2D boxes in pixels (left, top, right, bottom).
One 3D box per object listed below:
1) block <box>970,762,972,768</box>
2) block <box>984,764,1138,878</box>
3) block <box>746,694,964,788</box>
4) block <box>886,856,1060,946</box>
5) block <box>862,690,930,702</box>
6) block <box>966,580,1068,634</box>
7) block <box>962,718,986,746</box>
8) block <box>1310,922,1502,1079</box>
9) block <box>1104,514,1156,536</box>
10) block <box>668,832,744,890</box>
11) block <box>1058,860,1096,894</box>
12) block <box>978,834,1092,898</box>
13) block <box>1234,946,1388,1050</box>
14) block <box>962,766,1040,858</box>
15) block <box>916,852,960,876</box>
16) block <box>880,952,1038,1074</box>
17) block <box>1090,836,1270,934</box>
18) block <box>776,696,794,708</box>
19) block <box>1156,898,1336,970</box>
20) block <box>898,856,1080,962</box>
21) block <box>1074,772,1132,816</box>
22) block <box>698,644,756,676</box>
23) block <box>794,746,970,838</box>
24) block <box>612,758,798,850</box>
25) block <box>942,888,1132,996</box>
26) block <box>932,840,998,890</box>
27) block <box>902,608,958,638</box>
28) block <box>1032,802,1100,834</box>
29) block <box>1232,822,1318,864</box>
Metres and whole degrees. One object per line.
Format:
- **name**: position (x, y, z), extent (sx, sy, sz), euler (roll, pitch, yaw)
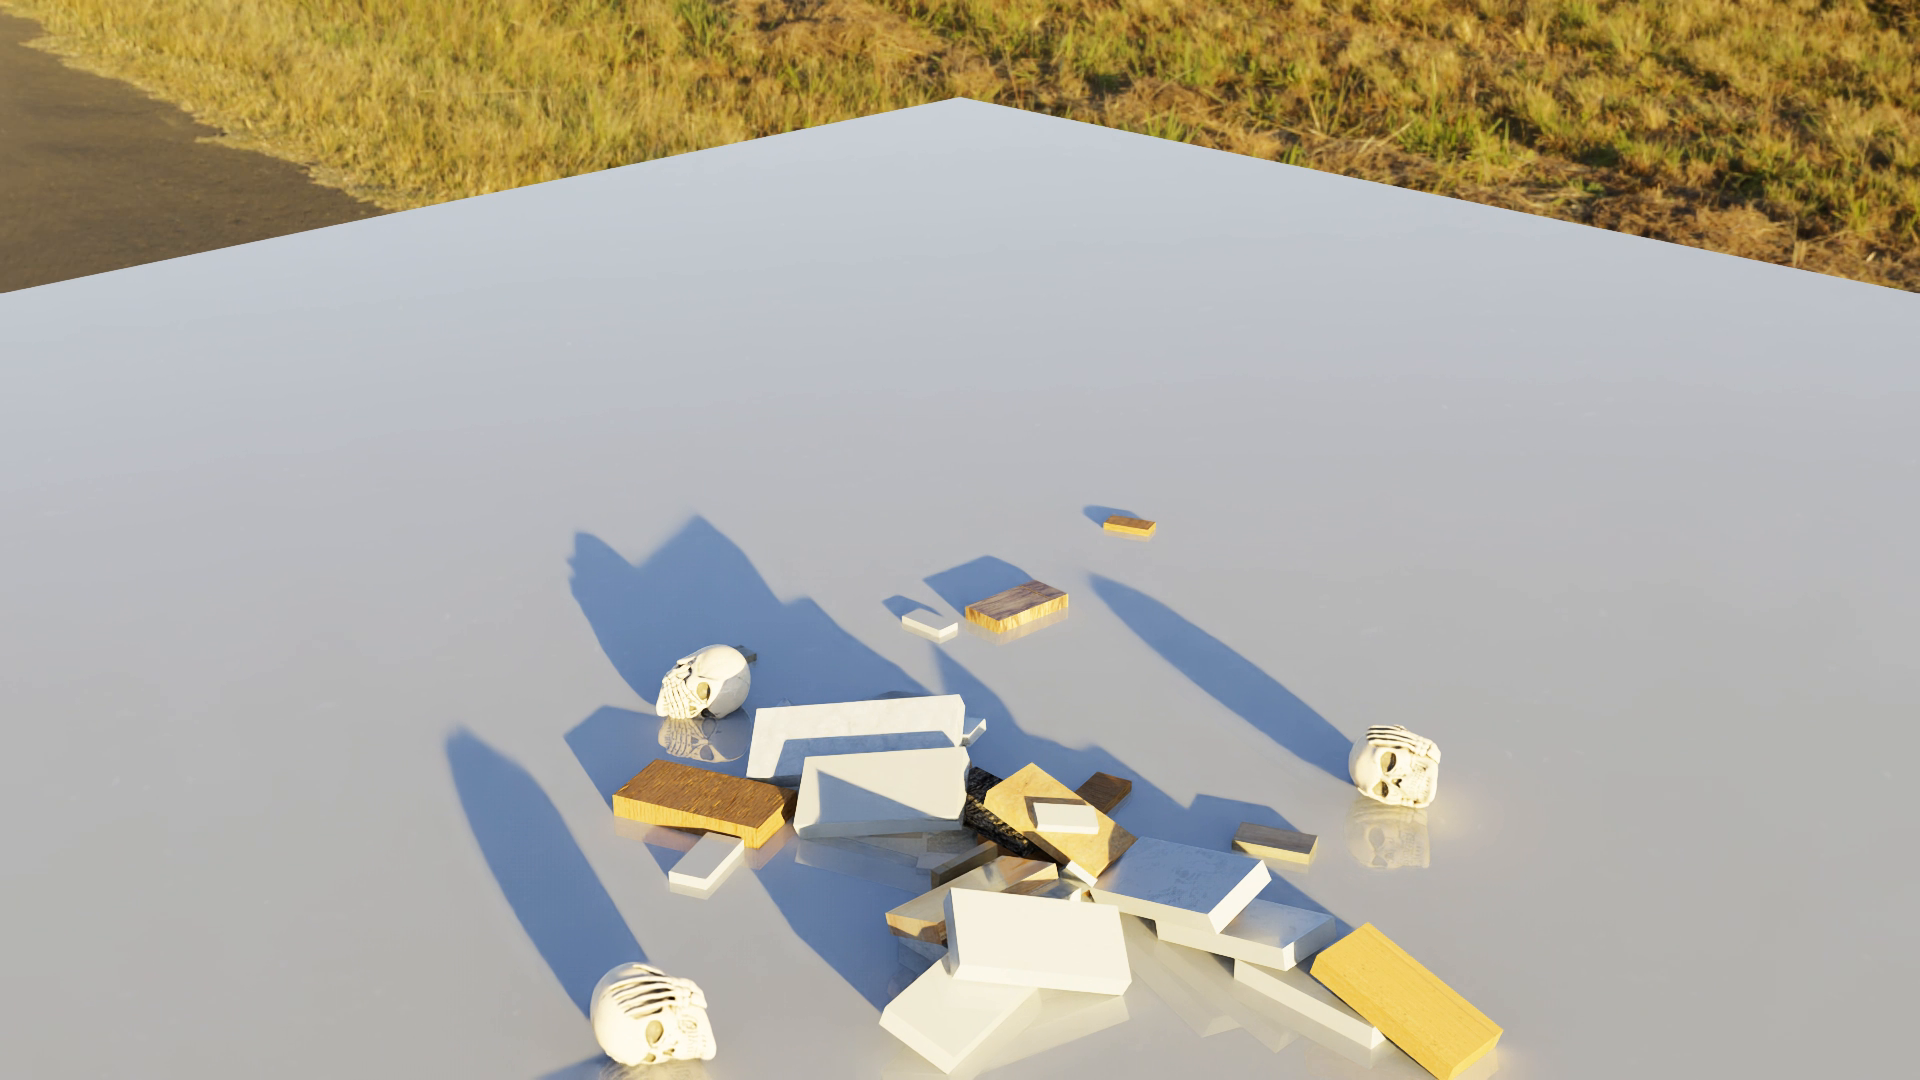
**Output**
- **block**: position (-0.035, 0.471, 4.506), extent (0.111, 0.016, 0.055), euler (-8, 13, 37)
- **block**: position (0.195, 0.545, 4.236), extent (0.275, 0.039, 0.138), euler (34, 39, 27)
- **block**: position (-0.214, 0.415, 4.521), extent (0.440, 0.047, 0.166), euler (-5, 53, 15)
- **block**: position (0.024, 0.653, 4.000), extent (0.292, 0.041, 0.146), euler (-20, 12, -39)
- **block**: position (-0.123, 0.358, 4.767), extent (0.117, 0.033, 0.233), euler (6, 2, 14)
- **block**: position (0.139, 0.161, 5.340), extent (0.233, 0.033, 0.117), euler (-20, 30, -39)
- **block**: position (-0.048, 0.395, 4.569), extent (0.181, 0.026, 0.090), euler (2, 18, 22)
- **block**: position (0.760, 0.786, 3.750), extent (0.148, 0.042, 0.296), euler (-21, 47, -40)
- **block**: position (0.450, -0.039, 5.829), extent (0.123, 0.017, 0.062), euler (10, 25, 22)
- **block**: position (-0.491, 0.622, 4.267), extent (0.080, 0.023, 0.159), euler (9, 25, 20)
- **block**: position (0.216, 0.632, 4.110), extent (0.060, 0.120, 0.017), euler (37, 72, 3)
- **block**: position (0.184, 0.603, 4.289), extent (0.275, 0.039, 0.138), euler (18, 29, 36)
- **block**: position (0.645, 0.782, 3.863), extent (0.148, 0.042, 0.296), euler (-21, 31, -40)
- **block**: position (0.077, 0.535, 4.349), extent (0.138, 0.039, 0.275), euler (-20, 30, -39)
- **block**: position (-0.022, 0.630, 4.255), extent (0.120, 0.017, 0.060), euler (3, 23, 8)
- **block**: position (0.006, 0.788, 3.790), extent (0.146, 0.041, 0.292), euler (32, 35, 20)
- **block**: position (0.401, 0.632, 4.046), extent (0.159, 0.045, 0.318), euler (-38, 24, -31)
- **block**: position (-0.372, 0.404, 4.717), extent (0.080, 0.023, 0.159), euler (-47, 30, 2)
- **block**: position (0.514, 0.700, 3.971), extent (0.148, 0.042, 0.296), euler (-21, 17, -40)
- **block**: position (0.057, 0.693, 4.069), extent (0.318, 0.045, 0.159), euler (-21, 31, -40)
- **block**: position (0.279, 0.526, 4.492), extent (0.080, 0.023, 0.159), euler (13, 26, 28)
- **block**: position (-0.538, 0.278, 5.084), extent (0.123, 0.017, 0.062), euler (-19, 30, -38)
- **block**: position (-0.154, 0.501, 4.362), extent (0.332, 0.047, 0.166), euler (-5, 47, 14)
- **block**: position (-0.514, 0.532, 4.448), extent (0.332, 0.047, 0.166), euler (10, 25, 22)
- **block**: position (0.135, 0.705, 3.864), extent (0.318, 0.045, 0.159), euler (9, 44, -17)
- **block**: position (0.009, 0.634, 4.168), extent (0.154, 0.077, 0.022), euler (-21, 31, -40)
- **block**: position (-0.073, 0.198, 5.272), extent (0.123, 0.017, 0.062), euler (20, 30, 38)
- **block**: position (0.202, 0.533, 4.207), extent (0.120, 0.017, 0.060), euler (5, 35, -12)
- **block**: position (0.619, 0.596, 4.329), extent (0.154, 0.022, 0.077), euler (9, 24, 19)
